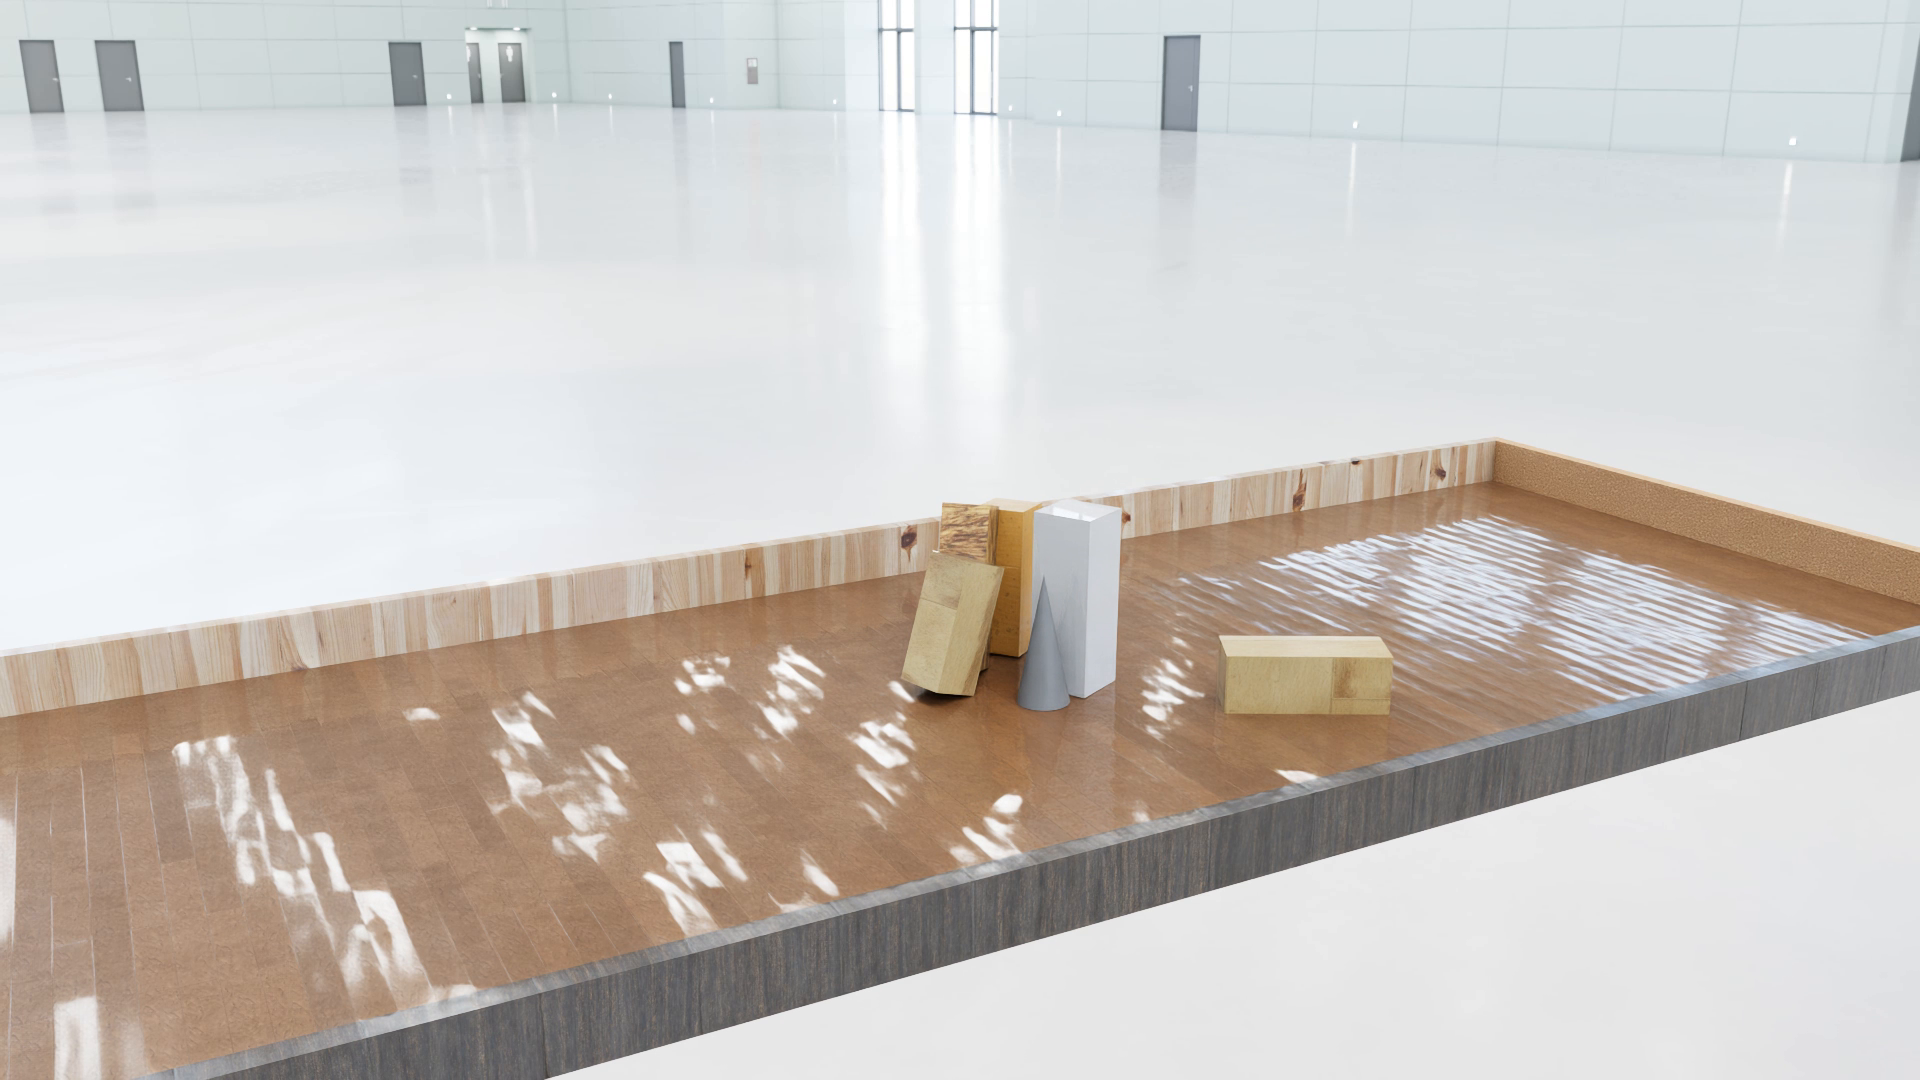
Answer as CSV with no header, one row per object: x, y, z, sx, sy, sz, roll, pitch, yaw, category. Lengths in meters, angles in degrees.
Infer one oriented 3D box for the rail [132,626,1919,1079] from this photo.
-2.336,1.006,1.665,12.000,0.150,0.050,-9,18,-27,rail

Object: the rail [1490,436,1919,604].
2.466,-0.048,5.253,0.050,0.150,2.100,-9,18,-27,rail

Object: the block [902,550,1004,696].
-0.018,0.204,4.041,0.130,0.324,0.130,16,4,44,block

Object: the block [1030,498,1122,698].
0.285,0.142,4.073,0.156,0.447,0.156,11,18,32,block

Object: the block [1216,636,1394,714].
0.829,0.326,3.989,0.392,0.145,0.145,0,16,1,block

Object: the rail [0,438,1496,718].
-3.305,0.497,3.399,12.000,0.150,0.050,-9,18,-27,rail

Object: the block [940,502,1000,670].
0.015,0.117,4.188,0.121,0.417,0.121,4,1,13,block

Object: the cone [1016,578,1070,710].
0.202,0.237,3.974,0.130,0.323,0.130,-1,16,0,cone

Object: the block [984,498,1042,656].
0.124,0.096,4.332,0.130,0.386,0.130,7,15,23,block
